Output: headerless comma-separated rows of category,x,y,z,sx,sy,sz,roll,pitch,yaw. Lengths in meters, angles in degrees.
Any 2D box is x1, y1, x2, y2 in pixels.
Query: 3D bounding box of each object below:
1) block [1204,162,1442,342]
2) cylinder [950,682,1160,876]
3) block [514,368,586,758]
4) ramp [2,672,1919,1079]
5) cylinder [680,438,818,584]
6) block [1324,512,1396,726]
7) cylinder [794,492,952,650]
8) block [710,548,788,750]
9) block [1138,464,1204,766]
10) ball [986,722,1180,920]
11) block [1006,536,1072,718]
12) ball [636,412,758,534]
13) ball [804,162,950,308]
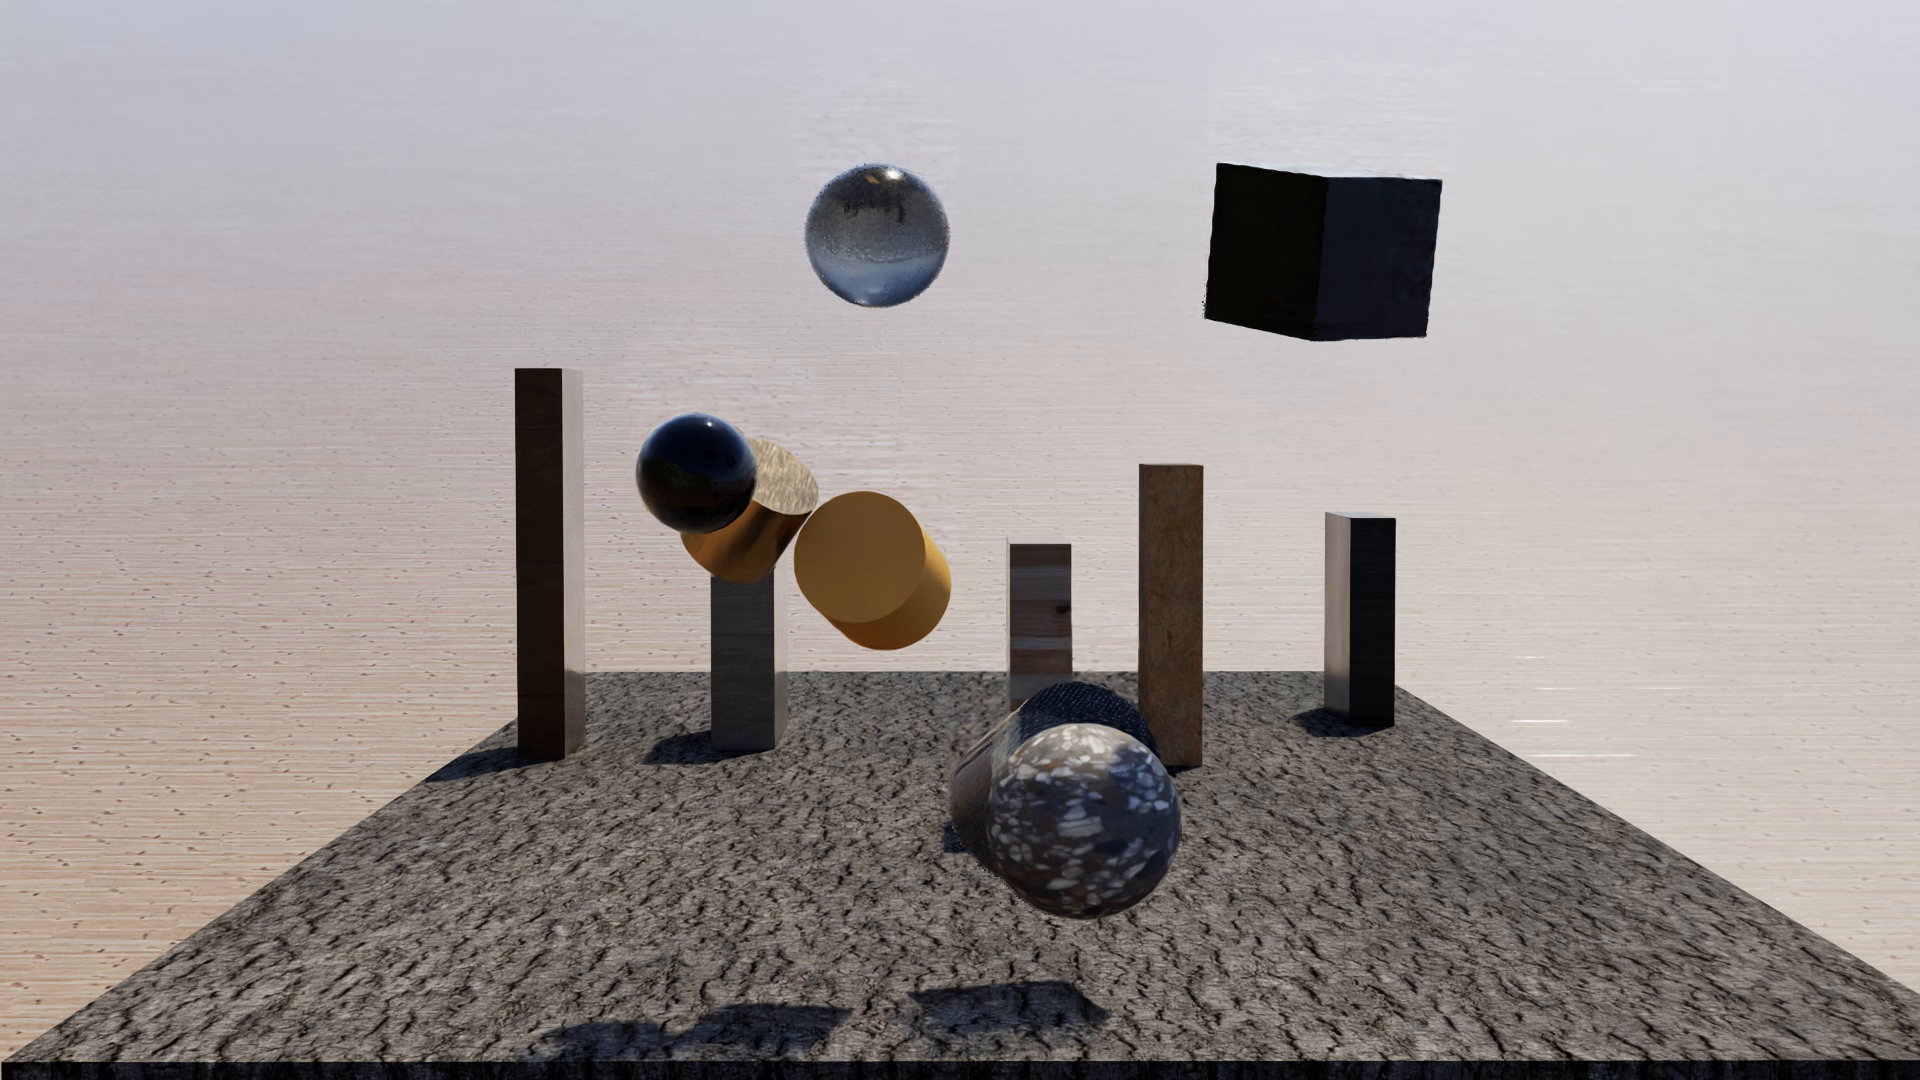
block,0.352,-0.282,2.502,0.153,0.153,0.153,-5,15,-36
cylinder,0.104,0.272,2.865,0.180,0.180,0.180,-11,-17,-25
block,-0.786,0.039,4.945,0.089,0.732,0.269,0,3,0
ramp,0.052,0.473,4.536,2.000,0.100,4.000,0,3,0
cylinder,-0.232,-0.032,2.832,0.114,0.114,0.114,24,36,-19
block,0.854,0.162,5.514,0.094,0.433,0.366,0,3,0
cylinder,-0.096,0.036,2.871,0.148,0.148,0.148,5,-13,12
block,-0.419,0.147,5.144,0.122,0.497,0.385,0,3,0
block,0.394,0.134,4.827,0.101,0.551,0.243,0,3,0
ball,0.116,0.264,2.424,0.184,0.184,0.184,0,23,0
block,0.123,0.221,4.089,0.094,0.445,0.294,0,3,0
ball,-0.277,-0.070,2.705,0.128,0.128,0.128,0,23,0
ball,-0.077,-0.284,2.394,0.136,0.136,0.136,0,23,0
